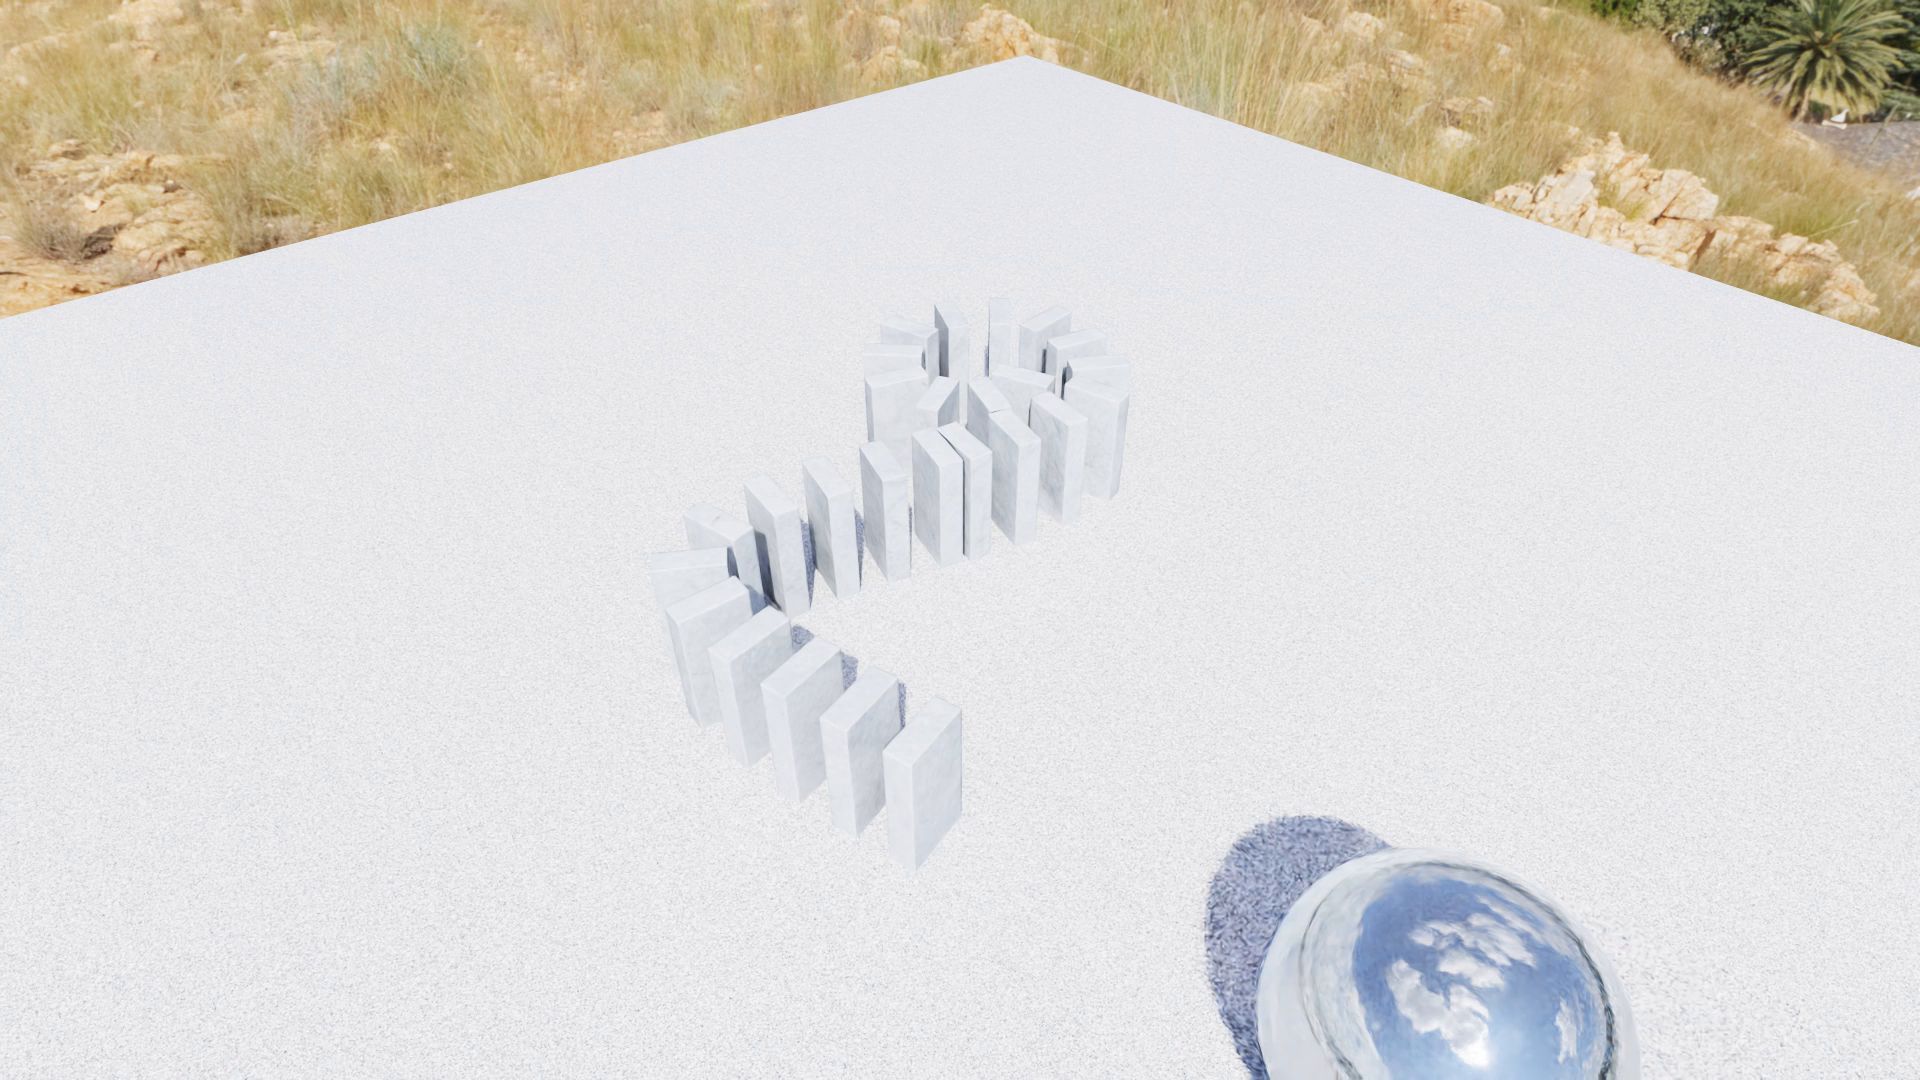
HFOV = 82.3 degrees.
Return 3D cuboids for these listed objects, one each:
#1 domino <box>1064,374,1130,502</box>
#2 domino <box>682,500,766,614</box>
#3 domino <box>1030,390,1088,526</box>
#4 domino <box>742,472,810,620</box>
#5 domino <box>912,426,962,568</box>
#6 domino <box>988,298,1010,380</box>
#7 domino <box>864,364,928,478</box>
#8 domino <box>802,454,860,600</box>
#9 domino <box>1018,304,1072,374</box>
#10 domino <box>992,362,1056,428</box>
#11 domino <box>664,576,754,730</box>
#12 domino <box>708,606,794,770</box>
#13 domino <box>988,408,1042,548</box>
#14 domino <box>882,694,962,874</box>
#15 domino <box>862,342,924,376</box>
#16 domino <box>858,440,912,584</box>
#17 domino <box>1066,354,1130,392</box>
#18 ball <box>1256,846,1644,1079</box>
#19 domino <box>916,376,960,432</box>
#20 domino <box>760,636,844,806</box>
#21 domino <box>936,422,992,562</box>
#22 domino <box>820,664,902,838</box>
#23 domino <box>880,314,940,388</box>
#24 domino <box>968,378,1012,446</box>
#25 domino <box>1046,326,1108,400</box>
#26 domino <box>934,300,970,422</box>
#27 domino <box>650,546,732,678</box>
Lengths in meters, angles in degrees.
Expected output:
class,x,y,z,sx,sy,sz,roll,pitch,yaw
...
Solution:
class,x,y,z,sx,sy,sz,roll,pitch,yaw
domino,0.056,-0.042,0.463,0.025,0.050,0.009,24,45,26
domino,-0.084,0.012,0.396,0.025,0.050,0.010,25,46,28
domino,0.039,-0.033,0.452,0.010,0.050,0.025,-23,45,-26
domino,-0.068,0.003,0.408,0.009,0.050,0.025,-23,45,-26
domino,-0.009,-0.016,0.431,0.009,0.050,0.025,-18,43,-20
domino,0.018,-0.085,0.515,0.009,0.050,0.025,0,39,1
domino,-0.026,-0.049,0.471,0.025,0.050,0.010,-15,42,-18
domino,-0.049,-0.004,0.417,0.009,0.050,0.025,-19,43,-22
domino,0.039,-0.081,0.510,0.010,0.050,0.025,31,48,32
domino,0.026,-0.049,0.472,0.025,0.050,0.009,18,42,20
domino,-0.080,0.038,0.365,0.025,0.050,0.009,-26,46,-28
domino,-0.065,0.048,0.353,0.009,0.050,0.025,28,47,30
domino,0.021,-0.025,0.441,0.010,0.050,0.025,-18,43,-21
domino,-0.010,0.072,0.323,0.009,0.050,0.025,23,45,26
domino,-0.029,-0.062,0.488,0.025,0.050,0.009,3,39,4
domino,-0.029,-0.011,0.424,0.009,0.050,0.025,-16,42,-19
domino,0.059,-0.056,0.480,0.025,0.050,0.009,-7,40,-8
ball,0.109,0.112,0.252,0.080,0.080,0.080,0,39,0
domino,-0.009,-0.040,0.461,0.009,0.050,0.025,13,41,16
domino,-0.047,0.057,0.342,0.009,0.050,0.025,25,45,27
domino,0.001,-0.019,0.434,0.009,0.050,0.025,-23,45,-25
domino,-0.029,0.065,0.333,0.009,0.050,0.025,23,44,25
domino,-0.022,-0.076,0.504,0.025,0.050,0.009,22,44,25
domino,0.012,-0.040,0.460,0.010,0.050,0.025,-14,41,-16
domino,0.051,-0.069,0.496,0.025,0.050,0.010,-18,42,-20
domino,-0.004,-0.083,0.513,0.009,0.050,0.025,-10,40,-12
domino,-0.090,0.025,0.380,0.025,0.050,0.010,-6,40,-7
